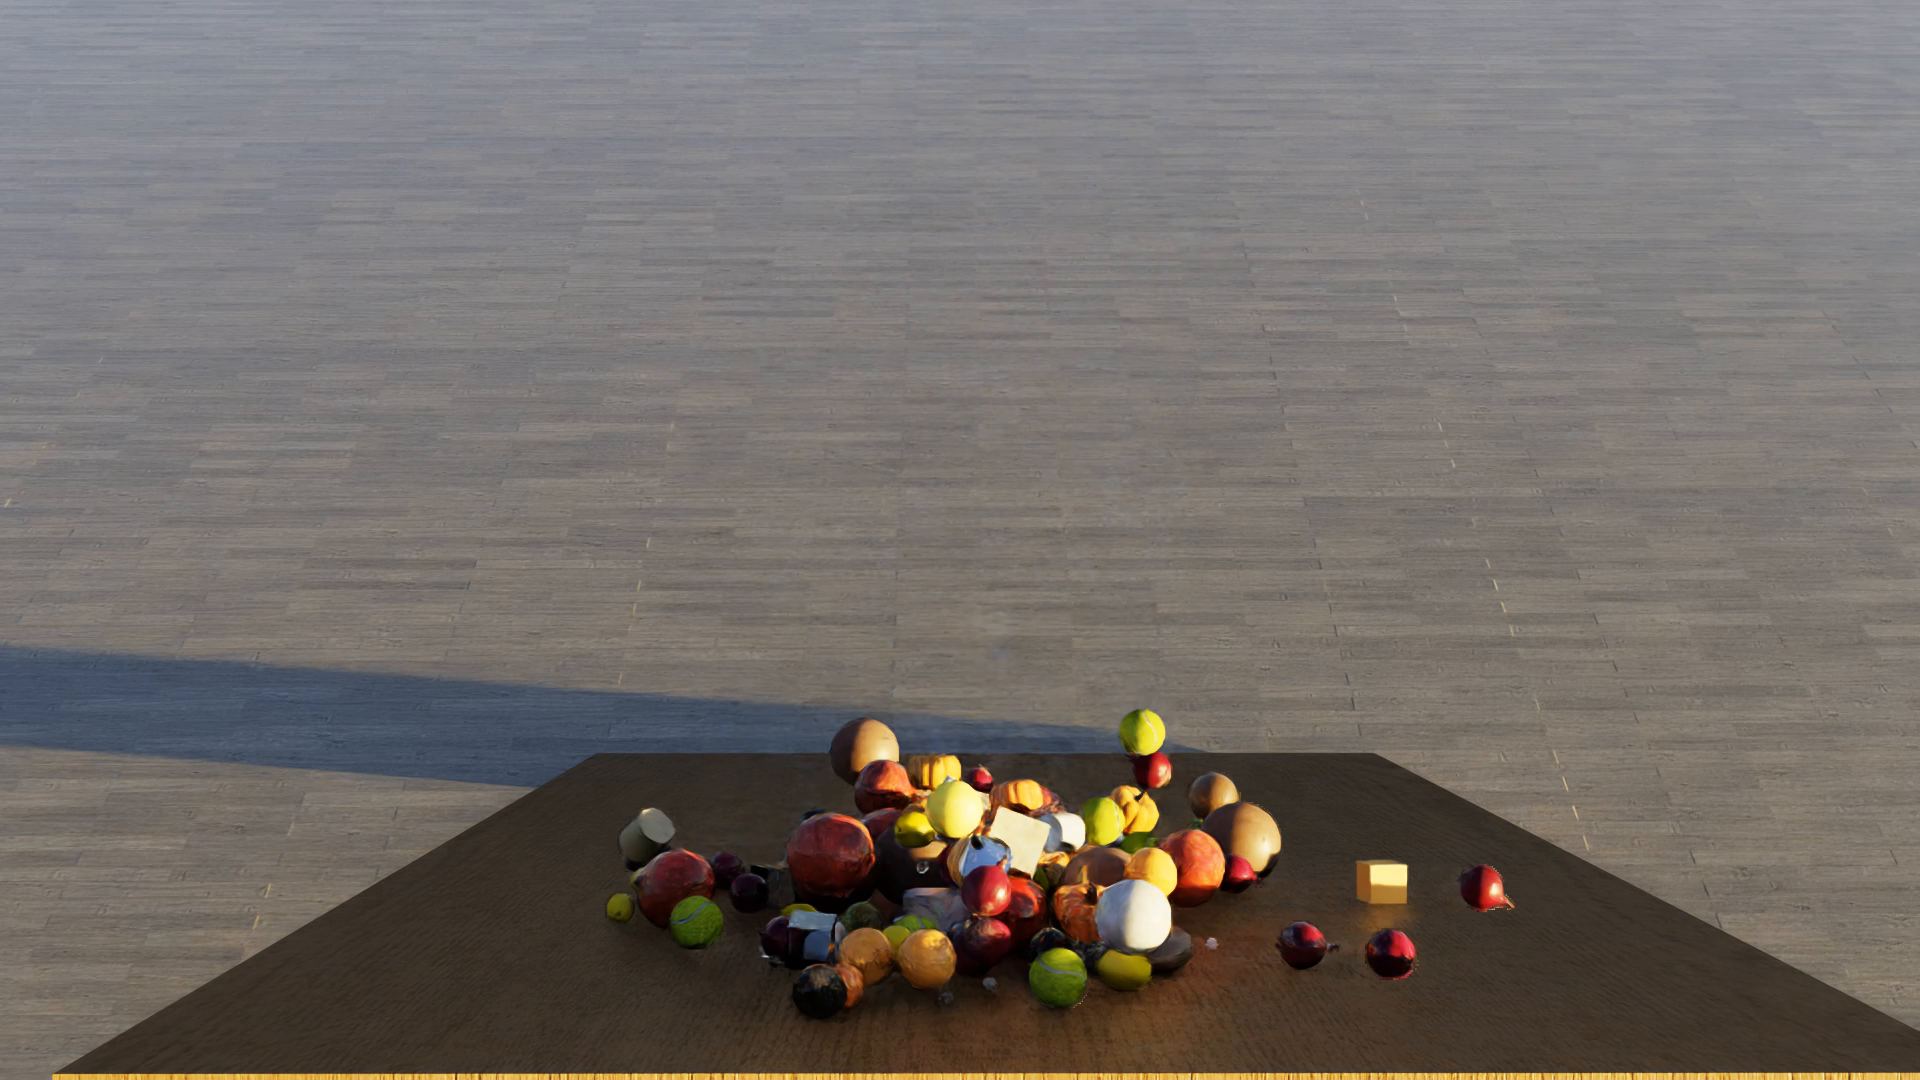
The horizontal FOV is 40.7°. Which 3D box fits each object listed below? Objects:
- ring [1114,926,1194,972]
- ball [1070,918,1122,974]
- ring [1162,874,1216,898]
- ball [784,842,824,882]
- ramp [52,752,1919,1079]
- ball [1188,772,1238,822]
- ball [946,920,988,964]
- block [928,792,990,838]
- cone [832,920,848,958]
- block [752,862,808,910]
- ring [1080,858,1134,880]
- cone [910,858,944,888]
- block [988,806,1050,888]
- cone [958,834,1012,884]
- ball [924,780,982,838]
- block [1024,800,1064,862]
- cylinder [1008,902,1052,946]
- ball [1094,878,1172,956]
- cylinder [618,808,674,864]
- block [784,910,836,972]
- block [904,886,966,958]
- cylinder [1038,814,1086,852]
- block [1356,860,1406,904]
[{"bbox_3d":[0.234,0.522,3.325,0.134,0.045,0.134,1,7,0],"label":"ring"},{"bbox_3d":[0.172,0.510,3.249,0.068,0.068,0.068,0,30,0],"label":"ball"},{"bbox_3d":[0.355,0.534,3.996,0.084,0.028,0.084,0,1,0],"label":"ring"},{"bbox_3d":[-0.250,0.516,4.142,0.065,0.065,0.065,0,30,0],"label":"ball"},{"bbox_3d":[0.067,0.598,4.656,2.000,0.100,4.000,0,0,0],"label":"ramp"},{"bbox_3d":[0.423,0.430,4.325,0.084,0.084,0.084,0,30,0],"label":"ball"},{"bbox_3d":[0.009,0.520,3.343,0.056,0.056,0.056,0,30,0],"label":"ball"},{"bbox_3d":[-0.002,0.449,4.241,0.069,0.069,0.069,12,-16,-34],"label":"block"},{"bbox_3d":[-0.164,0.519,3.303,0.055,0.055,0.055,-9,15,-15],"label":"cone"},{"bbox_3d":[-0.269,0.518,3.876,0.061,0.061,0.061,0,0,44],"label":"block"},{"bbox_3d":[0.236,0.530,4.172,0.087,0.029,0.087,5,-10,1],"label":"ring"},{"bbox_3d":[-0.063,0.510,3.942,0.057,0.057,0.057,-26,-8,-4],"label":"cone"},{"bbox_3d":[0.072,0.406,3.422,0.071,0.071,0.071,20,69,6],"label":"block"},{"bbox_3d":[0.023,0.371,3.126,0.067,0.067,0.067,-8,54,11],"label":"cone"},{"bbox_3d":[-0.008,0.352,3.380,0.075,0.075,0.075,0,30,0],"label":"ball"},{"bbox_3d":[0.128,0.410,3.650,0.054,0.054,0.054,-23,56,0],"label":"block"},{"bbox_3d":[0.094,0.518,3.485,0.055,0.055,0.055,4,30,1],"label":"cylinder"},{"bbox_3d":[0.210,0.457,3.139,0.093,0.093,0.093,0,30,0],"label":"ball"},{"bbox_3d":[-0.463,0.437,3.817,0.060,0.060,0.060,27,39,-24],"label":"cylinder"},{"bbox_3d":[-0.180,0.483,3.120,0.053,0.053,0.053,6,15,3],"label":"block"},{"bbox_3d":[-0.033,0.506,3.430,0.080,0.080,0.080,-3,0,0],"label":"block"},{"bbox_3d":[0.136,0.402,3.545,0.053,0.053,0.053,26,12,37],"label":"cylinder"},{"bbox_3d":[0.640,0.519,3.927,0.058,0.058,0.058,0,0,-12],"label":"block"}]
